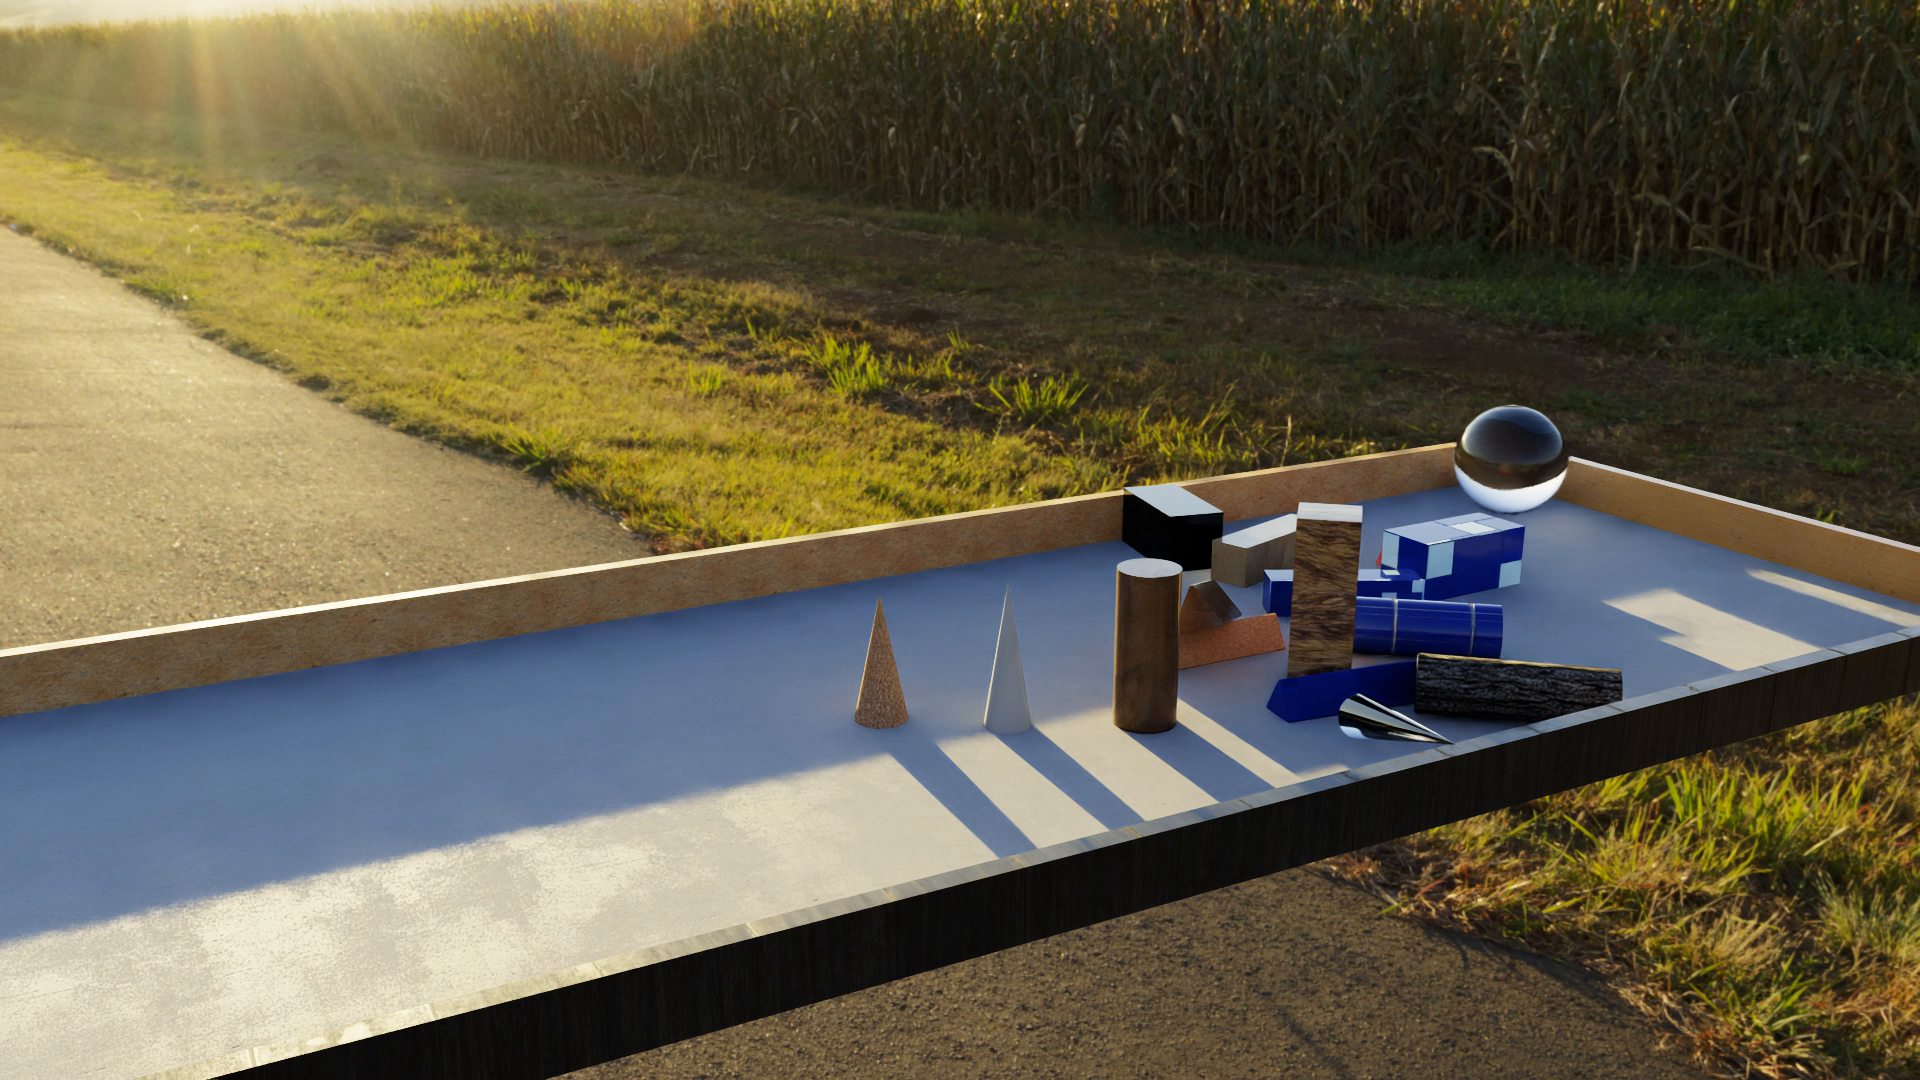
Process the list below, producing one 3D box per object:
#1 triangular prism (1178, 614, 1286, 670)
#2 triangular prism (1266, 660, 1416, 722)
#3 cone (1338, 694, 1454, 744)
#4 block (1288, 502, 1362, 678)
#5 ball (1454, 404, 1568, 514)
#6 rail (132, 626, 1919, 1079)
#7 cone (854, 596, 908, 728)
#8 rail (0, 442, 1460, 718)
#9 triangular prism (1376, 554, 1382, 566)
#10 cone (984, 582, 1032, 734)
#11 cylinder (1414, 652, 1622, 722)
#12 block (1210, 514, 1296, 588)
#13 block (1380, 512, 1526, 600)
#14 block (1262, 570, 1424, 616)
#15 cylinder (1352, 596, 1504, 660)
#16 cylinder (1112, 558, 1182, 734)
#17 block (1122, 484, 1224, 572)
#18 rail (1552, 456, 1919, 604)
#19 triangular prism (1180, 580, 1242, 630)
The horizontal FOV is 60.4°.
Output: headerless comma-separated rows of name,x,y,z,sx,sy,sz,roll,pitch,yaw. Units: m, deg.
triangular prism,0.646,0.263,4.300,0.432,0.085,0.098,-8,18,-26
triangular prism,0.969,0.351,3.995,0.455,0.088,0.102,-6,17,-20
cone,0.967,0.412,3.582,0.104,0.104,0.439,-4,2,-13
block,0.902,0.144,4.083,0.153,0.441,0.153,4,17,13
ball,1.879,-0.275,5.631,0.372,0.372,0.372,0,16,0
rail,-2.336,1.006,1.665,12.000,0.150,0.050,-9,18,-27
cone,-0.187,0.274,3.871,0.128,0.311,0.128,0,16,0
rail,-3.305,0.497,3.399,12.000,0.150,0.050,-9,18,-27
triangular prism,1.480,0.024,5.094,0.370,0.095,0.110,-5,18,-18
cone,0.111,0.262,3.826,0.113,0.358,0.113,0,16,0
cylinder,1.310,0.356,3.890,0.453,0.142,0.142,4,17,14
block,0.942,0.030,5.035,0.123,0.123,0.414,16,22,42
block,1.454,0.050,4.872,0.391,0.177,0.177,-9,19,-28
block,1.079,0.149,4.660,0.424,0.105,0.105,0,16,-1
cylinder,1.169,0.229,4.312,0.459,0.149,0.149,3,17,10
cylinder,0.435,0.246,3.842,0.150,0.380,0.150,0,16,0
block,0.664,-0.041,5.180,0.178,0.178,0.363,-5,17,-16
rail,2.466,-0.048,5.253,0.050,0.150,2.100,-9,18,-27
triangular prism,0.648,0.165,4.343,0.126,0.109,0.450,-9,-2,15
